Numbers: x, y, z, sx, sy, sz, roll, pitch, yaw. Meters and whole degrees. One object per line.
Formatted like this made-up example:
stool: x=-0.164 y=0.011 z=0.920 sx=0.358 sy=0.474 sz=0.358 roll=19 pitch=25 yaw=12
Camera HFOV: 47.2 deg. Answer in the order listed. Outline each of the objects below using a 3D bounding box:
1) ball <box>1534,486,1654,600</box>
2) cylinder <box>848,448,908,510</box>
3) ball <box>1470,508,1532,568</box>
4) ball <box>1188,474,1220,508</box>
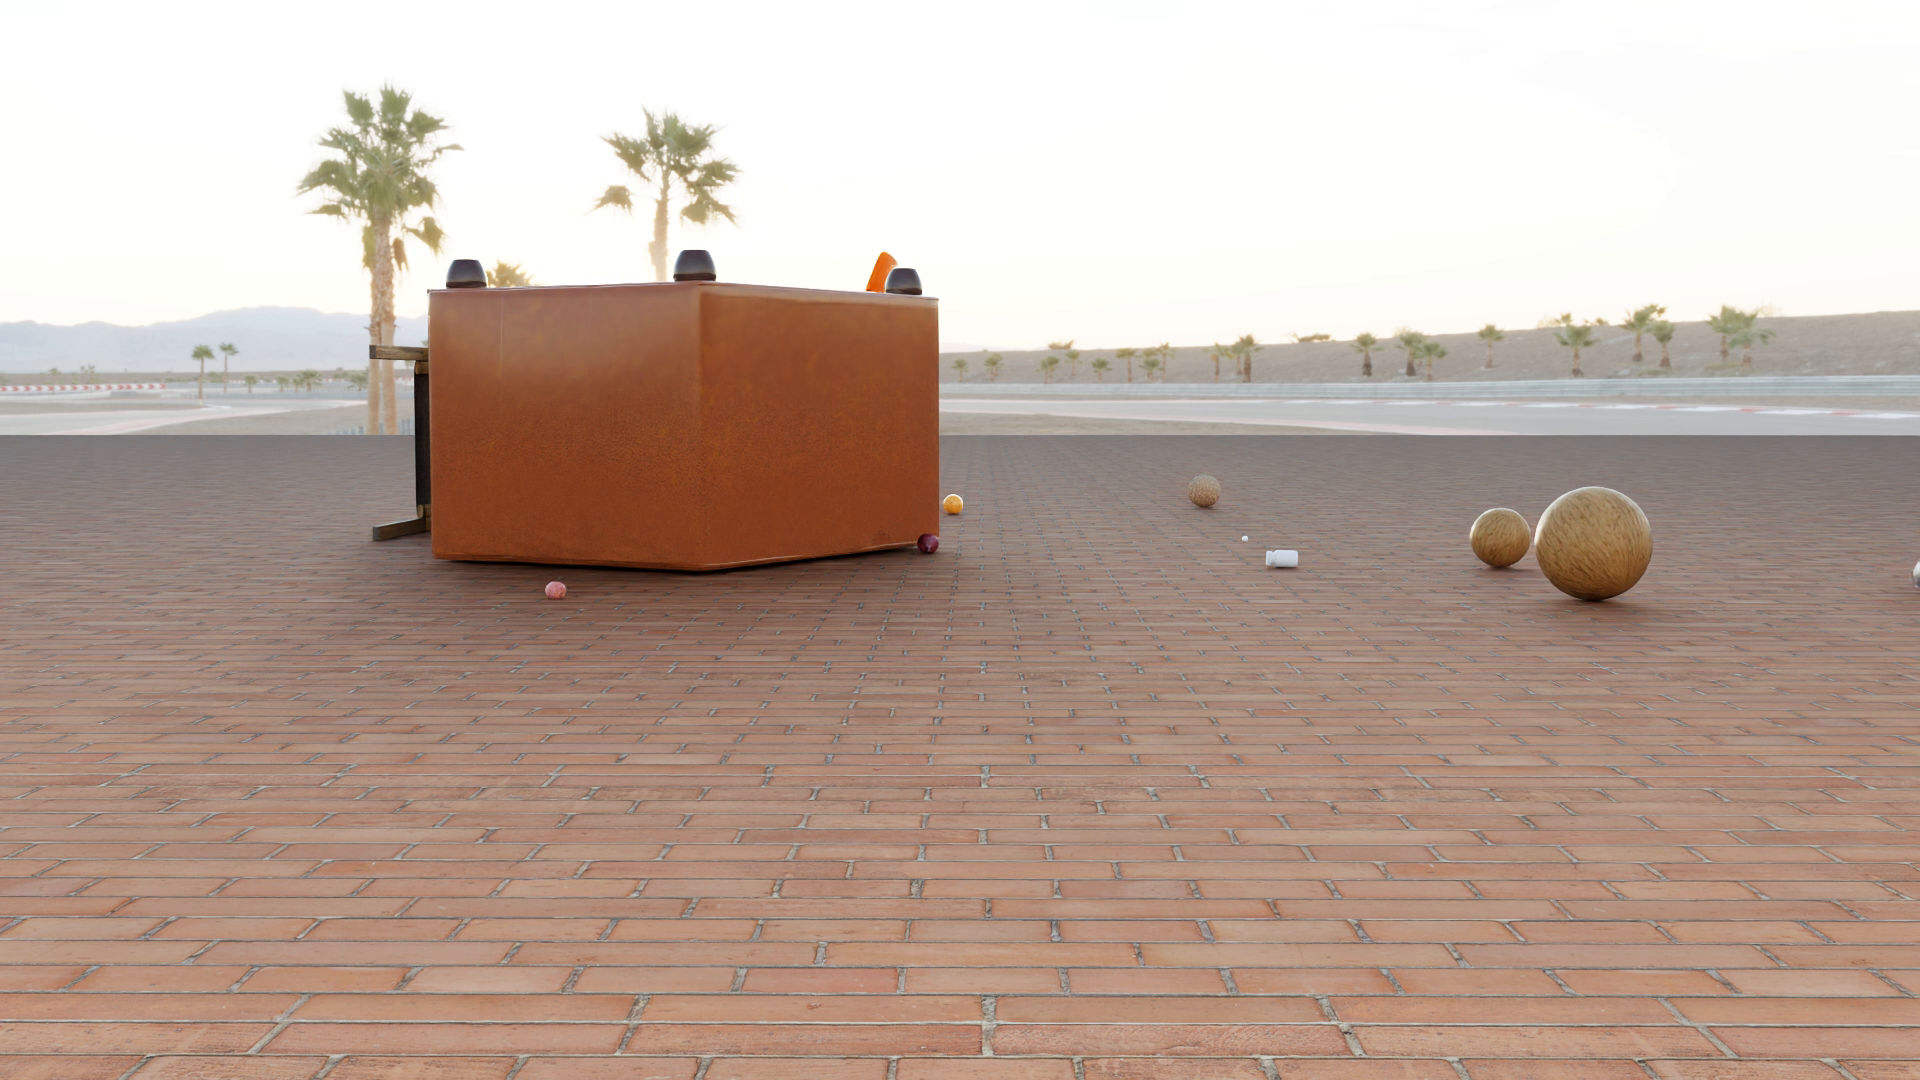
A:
ball: x=1.344 y=0.008 z=4.667 sx=0.242 sy=0.242 sz=0.242 roll=0 pitch=4 yaw=0
cylinder: x=-0.302 y=-0.226 z=8.140 sx=0.160 sy=0.235 sz=0.220 roll=1 pitch=-16 yaw=16
ball: x=1.362 y=-0.006 z=5.544 sx=0.150 sy=0.150 sz=0.150 roll=0 pitch=4 yaw=0
ball: x=0.928 y=-0.187 z=8.360 sx=0.126 sy=0.126 sz=0.126 roll=0 pitch=4 yaw=0
